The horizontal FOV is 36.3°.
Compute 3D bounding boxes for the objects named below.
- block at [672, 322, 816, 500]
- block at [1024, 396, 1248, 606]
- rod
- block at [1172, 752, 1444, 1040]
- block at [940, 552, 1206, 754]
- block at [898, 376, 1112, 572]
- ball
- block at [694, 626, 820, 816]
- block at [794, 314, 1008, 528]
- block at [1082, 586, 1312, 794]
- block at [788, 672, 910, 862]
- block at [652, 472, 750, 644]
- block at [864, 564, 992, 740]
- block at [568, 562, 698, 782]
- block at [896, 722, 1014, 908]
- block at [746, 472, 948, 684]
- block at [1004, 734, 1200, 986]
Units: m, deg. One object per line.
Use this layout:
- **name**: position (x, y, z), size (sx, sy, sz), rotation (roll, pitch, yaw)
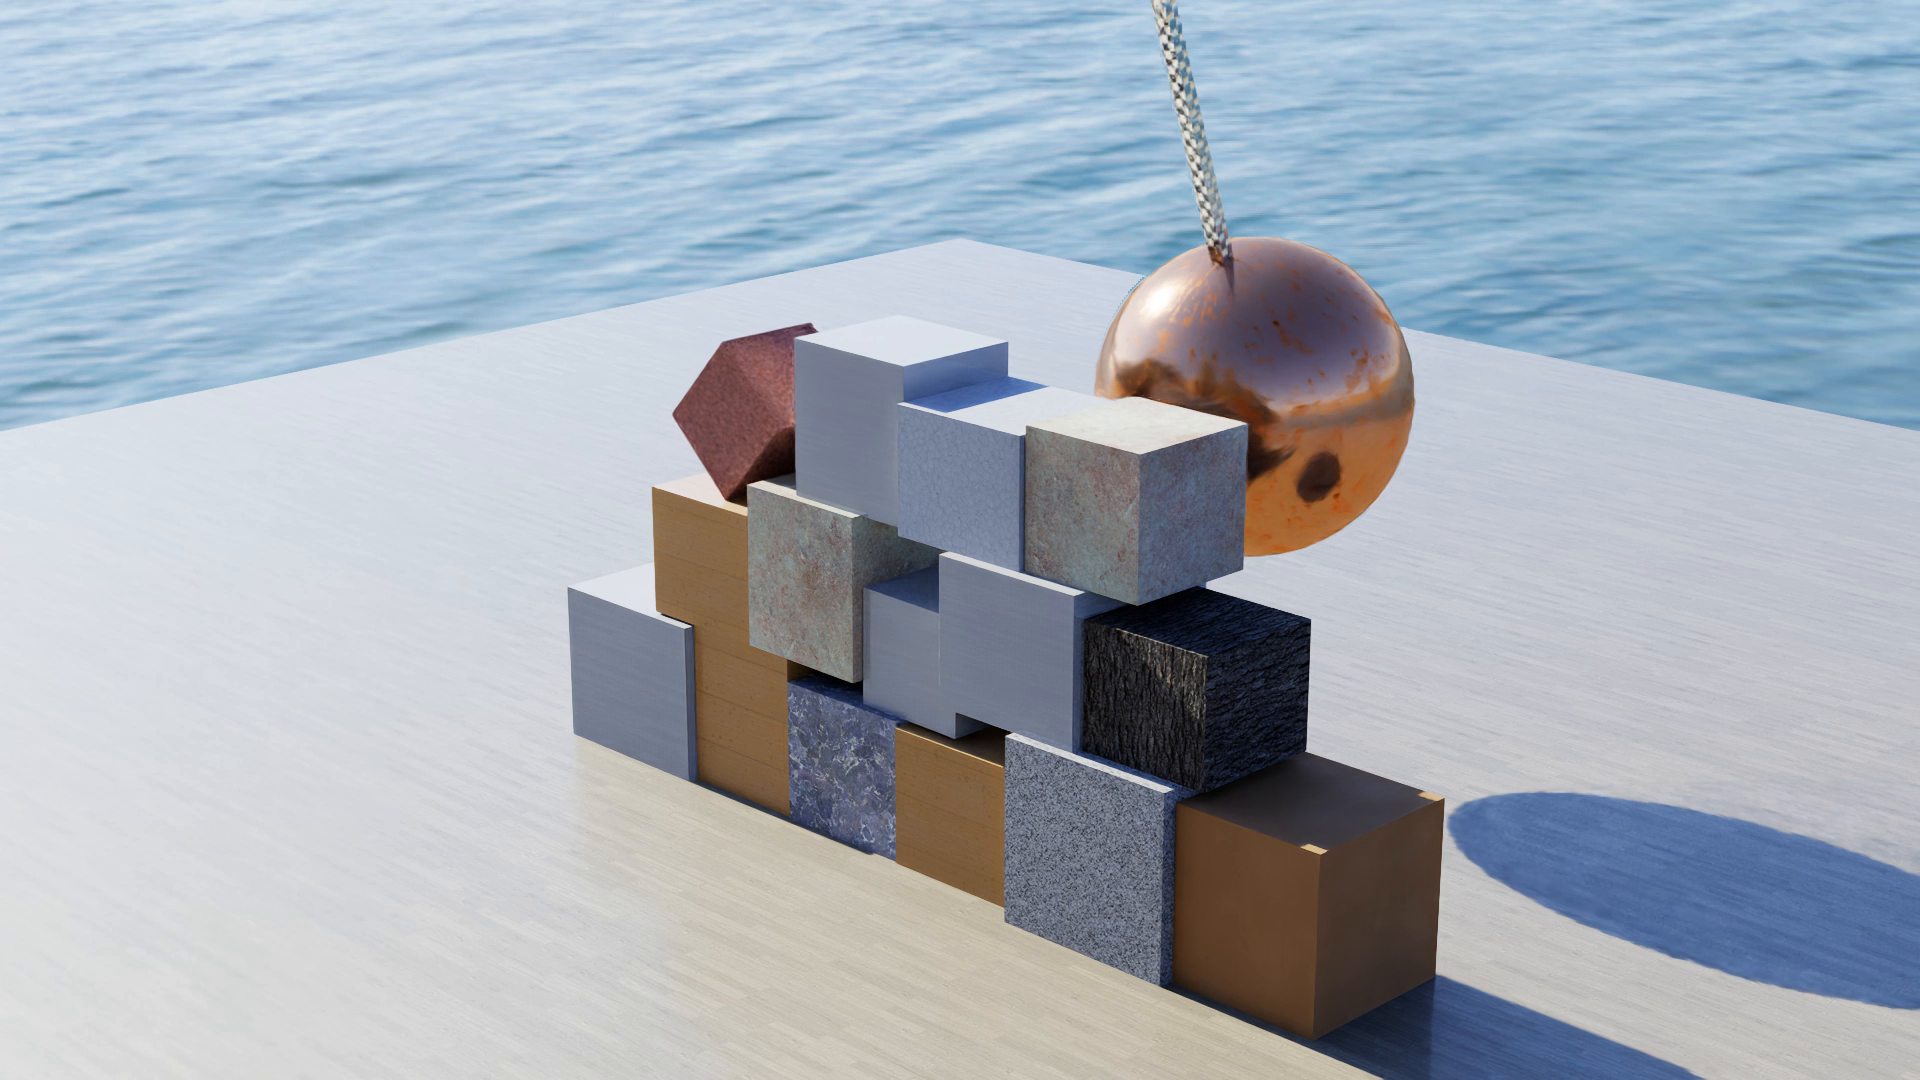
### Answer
- **block**: position (-0.924, -0.622, 14.142), size (0.563, 0.585, 0.527), rotation (-17, 67, -43)
- **block**: position (0.750, -0.180, 12.528), size (0.686, 0.654, 0.650), rotation (-17, 24, -42)
- **rod**: position (0.636, -3.512, 12.904), size (0.080, 5.200, 0.080), rotation (17, 44, 42)
- **block**: position (1.458, 1.471, 12.296), size (0.832, 0.820, 0.753), rotation (-17, 24, -42)
- **block**: position (0.498, 0.396, 12.968), size (0.861, 0.709, 0.804), rotation (-17, 24, -42)
- **block**: position (0.238, -0.305, 13.001), size (0.710, 0.609, 0.748), rotation (-17, 24, -42)
- **ball**: position (1.467, -0.717, 14.654), size (1.600, 1.600, 1.600), rotation (0, 17, 0)
- **block**: position (-0.815, 0.799, 14.444), size (0.689, 0.815, 0.678), rotation (-17, 24, -42)
- **block**: position (-0.270, -0.555, 13.479), size (0.664, 0.752, 0.719), rotation (-17, 24, -42)
- **block**: position (1.004, 0.617, 12.457), size (0.678, 0.594, 0.675), rotation (-17, 24, -42)
- **block**: position (-0.316, 1.011, 13.968), size (0.682, 0.696, 0.738), rotation (-17, 24, -42)
- **block**: position (-1.015, 0.047, 14.402), size (0.684, 0.644, 0.704), rotation (-17, 24, -42)
- **block**: position (-0.006, 0.488, 13.520), size (0.639, 0.571, 0.604), rotation (-17, 25, -42)
- **block**: position (-1.385, 0.631, 14.997), size (0.809, 0.803, 0.925), rotation (-17, 24, -42)
- **block**: position (0.238, 1.185, 13.457), size (0.722, 0.669, 0.790), rotation (-17, 24, -42)
- **block**: position (-0.480, 0.121, 13.909), size (0.758, 0.800, 0.724), rotation (-17, 24, -42)
- **block**: position (0.843, 1.270, 12.838), size (0.916, 0.879, 0.915), rotation (-17, 24, -42)
